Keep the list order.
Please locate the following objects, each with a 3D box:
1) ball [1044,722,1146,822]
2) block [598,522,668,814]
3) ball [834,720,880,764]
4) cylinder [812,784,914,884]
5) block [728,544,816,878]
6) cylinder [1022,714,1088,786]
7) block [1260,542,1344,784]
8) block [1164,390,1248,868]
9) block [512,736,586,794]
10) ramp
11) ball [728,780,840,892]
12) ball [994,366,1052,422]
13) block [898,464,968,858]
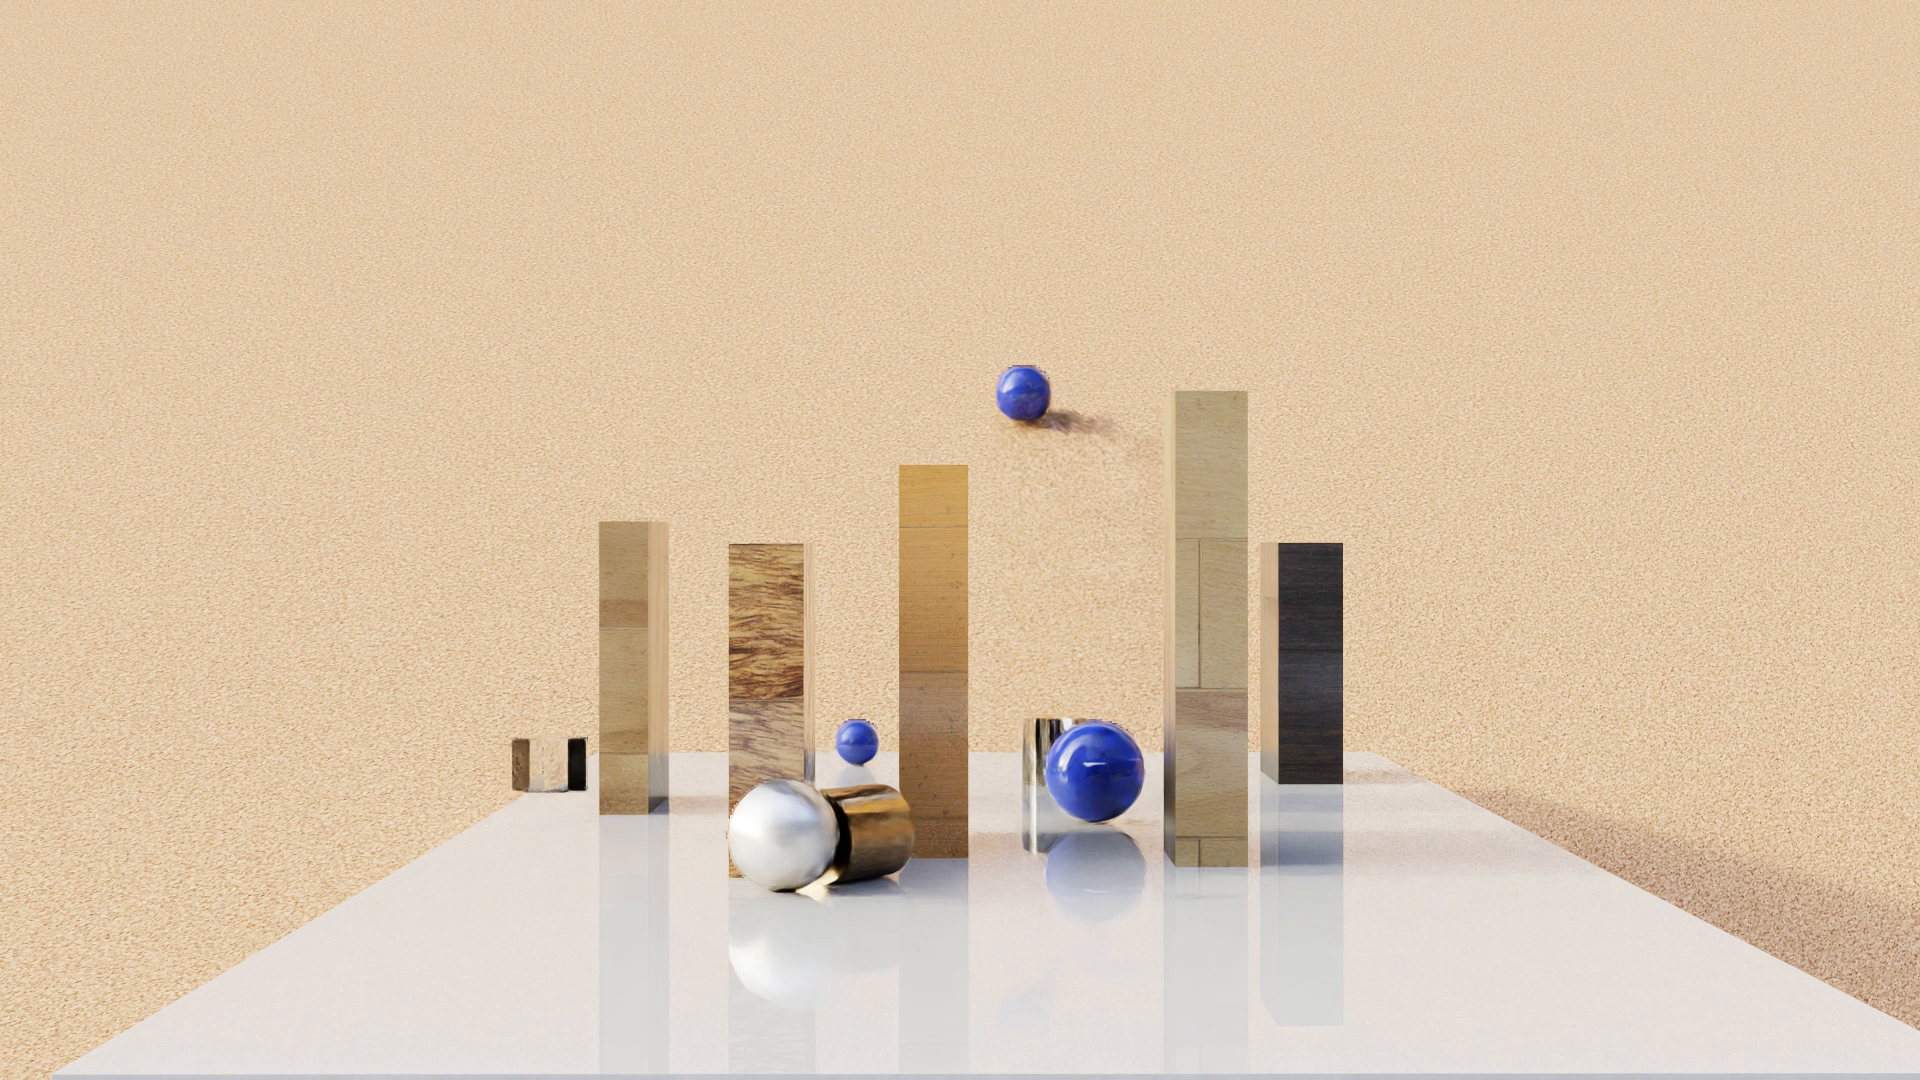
[{"bbox_3d":[0.262,0.449,5.015,0.195,0.195,0.195,0,30,0],"label":"ball"},{"bbox_3d":[-0.670,0.255,5.335,0.098,0.584,0.371,0,0,0],"label":"block"},{"bbox_3d":[-0.250,0.493,6.289,0.108,0.108,0.108,0,30,0],"label":"ball"},{"bbox_3d":[-0.179,0.473,4.166,0.150,0.150,0.150,26,16,37],"label":"cylinder"},{"bbox_3d":[-0.314,0.276,4.365,0.122,0.542,0.342,0,0,0],"label":"block"},{"bbox_3d":[0.215,0.472,5.823,0.149,0.149,0.149,0,0,0],"label":"cylinder"},{"bbox_3d":[0.784,0.276,5.957,0.145,0.540,0.347,0,0,0],"label":"block"},{"bbox_3d":[0.420,0.149,4.448,0.121,0.797,0.249,0,0,0],"label":"block"},{"bbox_3d":[-0.900,0.490,5.659,0.114,0.114,0.114,0,0,42],"label":"block"},{"bbox_3d":[0.067,0.597,4.654,2.000,0.100,4.000,0,0,0],"label":"ramp"},{"bbox_3d":[-0.274,0.461,4.036,0.173,0.173,0.173,0,30,0],"label":"ball"},{"bbox_3d":[0.206,-0.475,8.419,0.184,0.184,0.184,0,30,0],"label":"ball"},{"bbox_3d":[-0.045,0.209,4.636,0.119,0.676,0.377,0,0,0],"label":"block"}]
